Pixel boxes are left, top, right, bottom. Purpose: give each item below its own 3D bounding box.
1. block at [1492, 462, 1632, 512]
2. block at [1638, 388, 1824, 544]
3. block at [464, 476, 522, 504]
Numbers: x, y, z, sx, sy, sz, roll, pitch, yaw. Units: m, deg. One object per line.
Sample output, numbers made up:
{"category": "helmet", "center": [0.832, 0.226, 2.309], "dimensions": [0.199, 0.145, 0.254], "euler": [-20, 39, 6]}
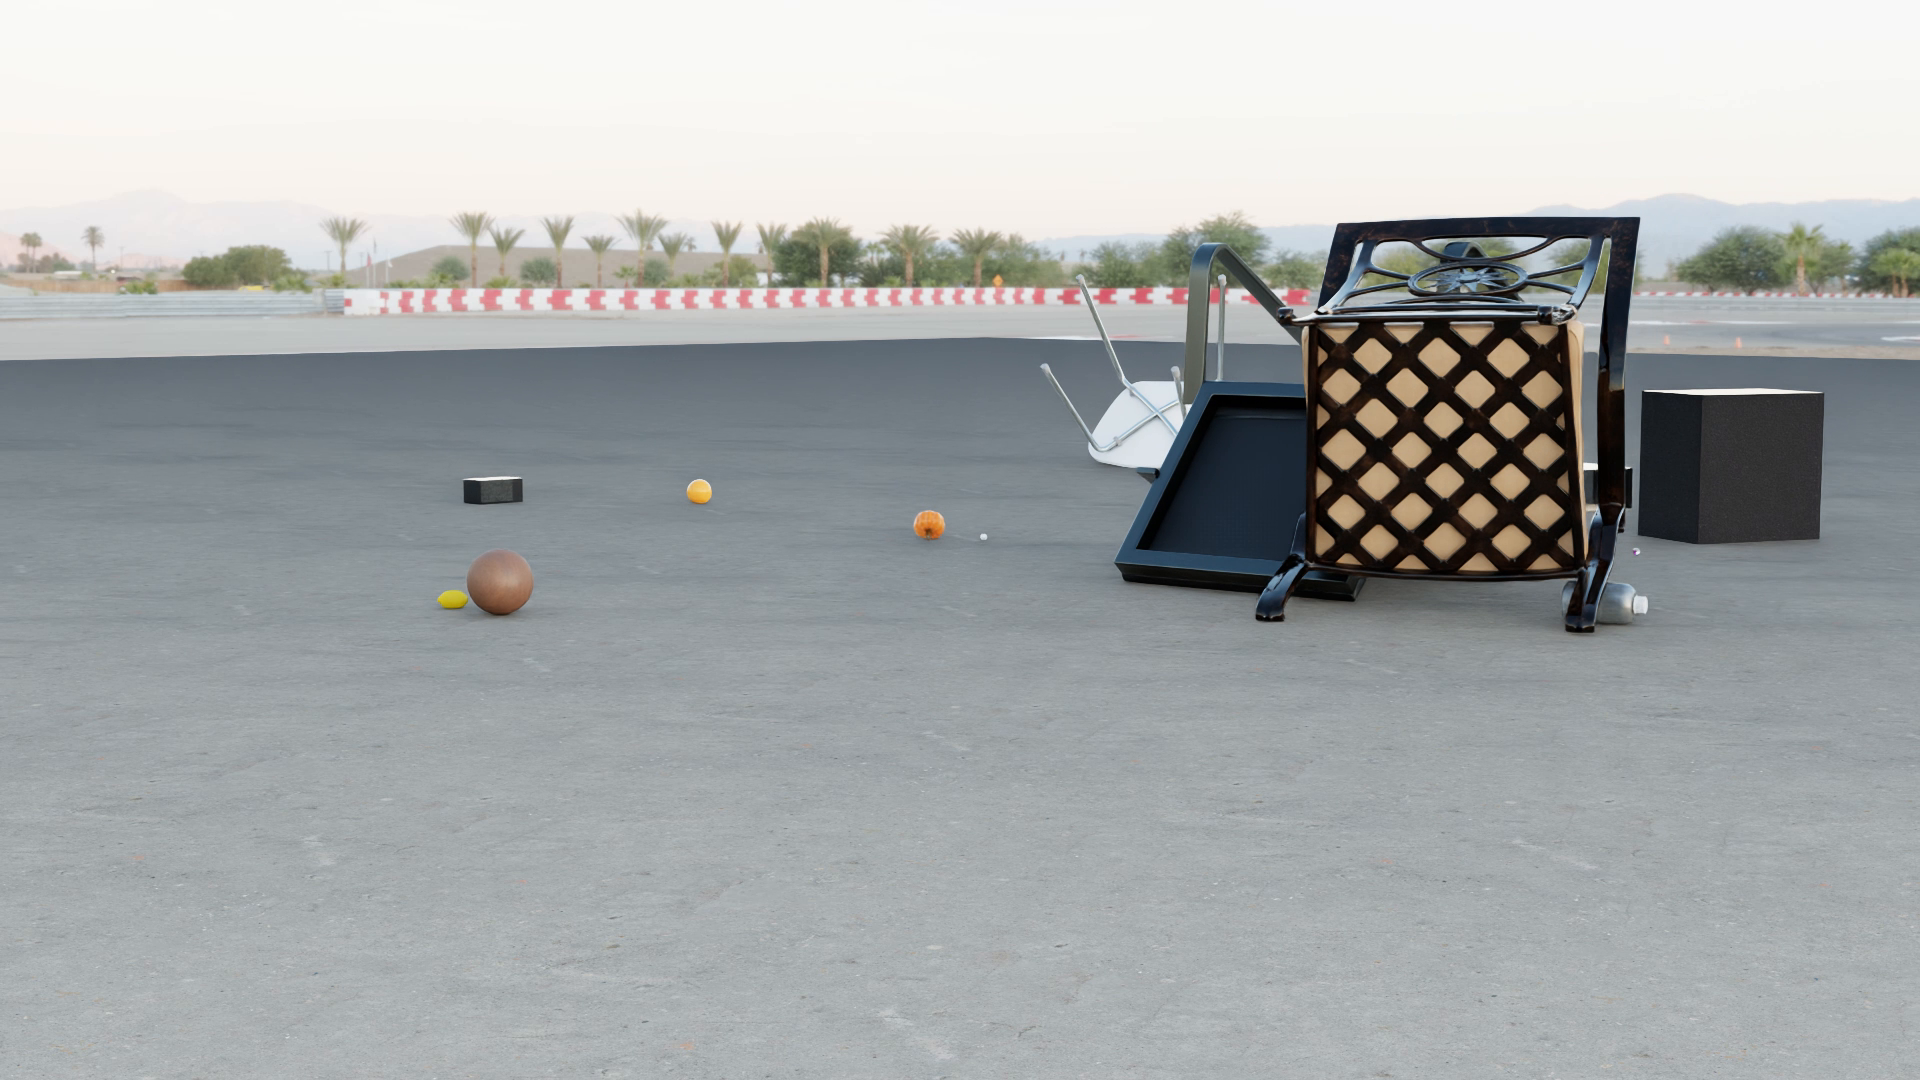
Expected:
{"category": "block", "center": [1.723, -0.155, 7.349], "dimensions": [0.260, 0.116, 0.303], "euler": [-3, 6, -24]}
{"category": "block", "center": [1.941, -0.190, 6.466], "dimensions": [0.365, 0.367, 0.246], "euler": [-2, 6, -21]}
{"category": "block", "center": [-1.360, -0.144, 7.476], "dimensions": [0.144, 0.069, 0.089], "euler": [-6, 8, -44]}
